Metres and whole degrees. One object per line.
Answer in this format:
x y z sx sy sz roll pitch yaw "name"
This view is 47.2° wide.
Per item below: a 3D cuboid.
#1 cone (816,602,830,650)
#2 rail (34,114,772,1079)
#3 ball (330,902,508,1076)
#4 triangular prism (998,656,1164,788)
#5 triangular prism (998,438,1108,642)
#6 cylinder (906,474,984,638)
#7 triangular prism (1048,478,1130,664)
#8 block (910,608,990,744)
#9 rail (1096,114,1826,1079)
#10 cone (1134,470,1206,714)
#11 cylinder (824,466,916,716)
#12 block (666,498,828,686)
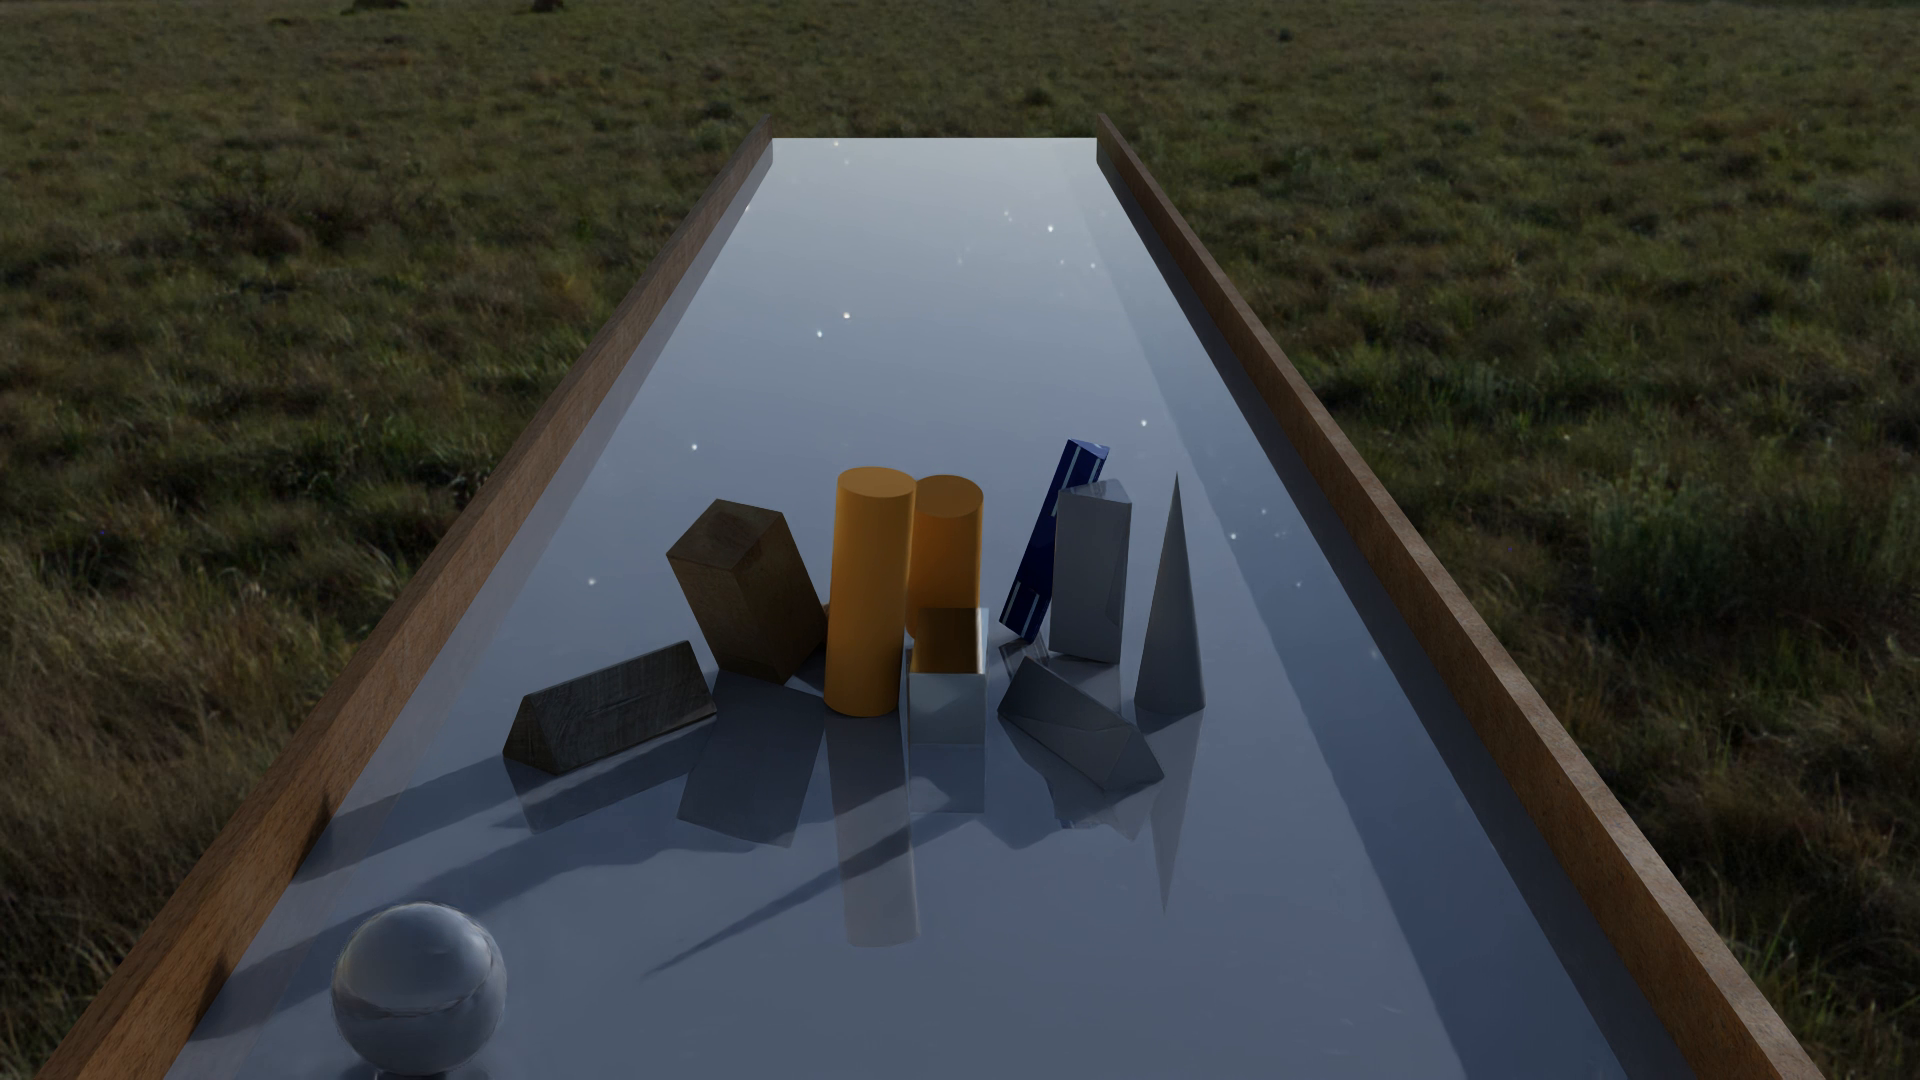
-0.332 0.180 4.503 0.357 0.138 0.138 -4 13 27 "cone"
-1.118 -0.838 7.780 0.050 0.150 12.000 0 17 -1 "rail"
-0.705 0.585 2.869 0.224 0.224 0.224 0 17 0 "ball"
0.213 0.318 3.963 0.121 0.105 0.408 -7 18 -25 "triangular prism"
0.208 0.001 4.497 0.095 0.422 0.082 34 24 32 "triangular prism"
-0.033 0.044 4.453 0.151 0.325 0.151 1 36 -1 "cylinder"
0.280 0.056 4.417 0.150 0.341 0.130 11 22 21 "triangular prism"
-0.017 0.251 4.145 0.136 0.136 0.374 1 17 2 "block"
0.932 -0.844 7.801 0.050 0.150 12.000 0 17 -1 "rail"
0.401 0.089 4.127 0.139 0.455 0.139 0 17 0 "cone"
-0.169 0.098 4.085 0.144 0.447 0.144 4 24 -2 "cylinder"
-0.408 0.101 4.275 0.167 0.306 0.167 12 47 34 "block"
